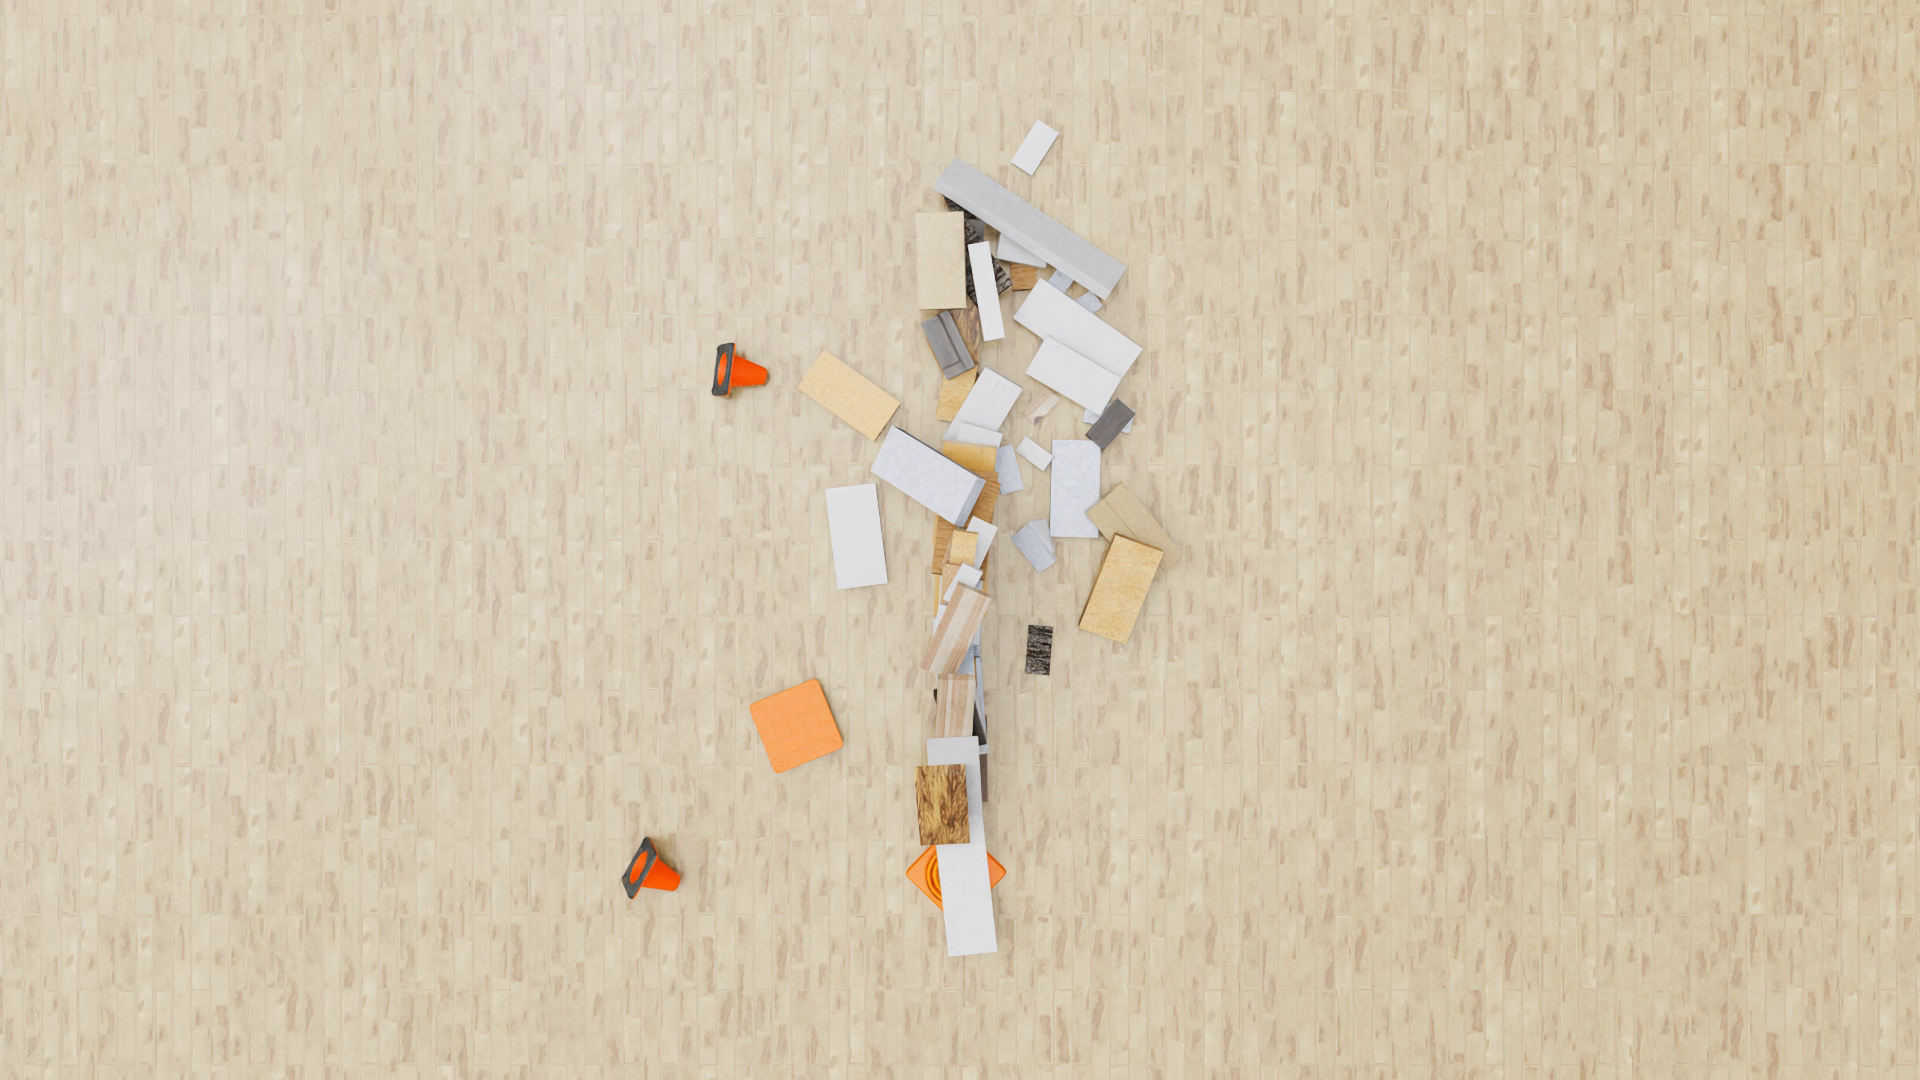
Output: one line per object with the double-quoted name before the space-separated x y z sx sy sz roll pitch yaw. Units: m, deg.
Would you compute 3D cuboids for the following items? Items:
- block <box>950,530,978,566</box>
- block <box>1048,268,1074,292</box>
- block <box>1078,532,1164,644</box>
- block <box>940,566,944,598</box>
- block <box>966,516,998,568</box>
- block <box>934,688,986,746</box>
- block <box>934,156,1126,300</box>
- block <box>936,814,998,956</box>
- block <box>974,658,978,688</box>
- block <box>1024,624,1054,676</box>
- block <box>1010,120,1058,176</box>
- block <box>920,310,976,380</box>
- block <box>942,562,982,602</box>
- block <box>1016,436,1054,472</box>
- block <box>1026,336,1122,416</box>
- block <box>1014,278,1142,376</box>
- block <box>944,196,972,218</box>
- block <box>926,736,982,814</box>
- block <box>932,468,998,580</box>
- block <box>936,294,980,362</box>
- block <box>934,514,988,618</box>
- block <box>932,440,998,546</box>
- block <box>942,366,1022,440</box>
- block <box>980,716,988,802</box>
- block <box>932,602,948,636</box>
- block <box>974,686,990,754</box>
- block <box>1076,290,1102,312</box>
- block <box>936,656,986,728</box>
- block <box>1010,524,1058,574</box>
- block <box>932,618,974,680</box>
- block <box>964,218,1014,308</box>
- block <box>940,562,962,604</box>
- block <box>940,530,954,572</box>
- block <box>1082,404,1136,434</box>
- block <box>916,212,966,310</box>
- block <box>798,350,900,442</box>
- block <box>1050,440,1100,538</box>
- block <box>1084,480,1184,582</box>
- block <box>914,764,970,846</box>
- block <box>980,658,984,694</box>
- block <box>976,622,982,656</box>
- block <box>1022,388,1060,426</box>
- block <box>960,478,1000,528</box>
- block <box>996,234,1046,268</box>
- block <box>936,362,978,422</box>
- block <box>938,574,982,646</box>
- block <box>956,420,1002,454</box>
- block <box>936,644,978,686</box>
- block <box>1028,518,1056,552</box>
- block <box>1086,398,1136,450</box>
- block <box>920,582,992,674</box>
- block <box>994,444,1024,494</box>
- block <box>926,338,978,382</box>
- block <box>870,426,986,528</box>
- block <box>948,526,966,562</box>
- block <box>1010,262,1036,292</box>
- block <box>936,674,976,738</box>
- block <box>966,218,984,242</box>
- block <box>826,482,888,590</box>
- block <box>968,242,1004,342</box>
"block" 0.006 0.068 5.174 0.077 0.022 0.197 8 104 1
"block" 0.323 -0.845 5.490 0.068 0.019 0.136 37 90 0
"block" 0.528 0.159 5.432 0.167 0.047 0.334 20 103 -5
"block" -0.025 0.154 5.220 0.068 0.019 0.136 5 82 0
"block" 0.044 0.022 5.218 0.087 0.025 0.174 25 81 -3
"block" 0.001 0.558 5.205 0.115 0.033 0.230 -14 120 6
"block" 0.232 -1.028 5.431 0.673 0.044 0.155 33 47 0
"block" 0.010 1.062 5.424 0.161 0.046 0.601 -6 93 1
"block" -0.004 0.504 5.315 0.122 0.035 0.244 -3 93 0
"block" 0.263 0.367 5.489 0.081 0.023 0.161 5 90 0
"block" 0.248 -1.304 5.488 0.084 0.024 0.167 33 90 0
"block" -0.038 -0.636 5.382 0.103 0.029 0.205 -26 87 8
"block" 0.009 0.140 5.146 0.068 0.019 0.137 27 110 -6
"block" 0.249 -0.286 5.468 0.119 0.017 0.059 38 103 18
"block" 0.375 -0.544 5.443 0.283 0.040 0.141 30 103 1
"block" 0.391 -0.686 5.456 0.409 0.045 0.160 35 106 0
"block" -0.009 -1.113 5.480 0.063 0.018 0.127 -20 82 -3
"block" -0.016 0.757 5.267 0.161 0.046 0.322 -3 130 1
"block" 0.016 -0.054 5.332 0.174 0.049 0.348 7 84 1
"block" -0.007 -0.727 5.450 0.139 0.039 0.278 -1 103 0
"block" 0.006 0.079 5.430 0.174 0.049 0.348 1 105 0
"block" 0.014 -0.146 5.422 0.174 0.049 0.348 7 105 1
"block" 0.074 -0.418 5.433 0.141 0.040 0.283 30 107 -5
"block" 0.017 0.722 5.439 0.145 0.041 0.291 -1 106 -1
"block" -0.047 0.279 5.201 0.068 0.019 0.159 12 110 0
"block" 0.013 0.582 5.258 0.122 0.035 0.244 -9 120 3
"block" 0.400 -0.766 5.490 0.136 0.019 0.068 -35 90 0
"block" 0.004 0.529 5.354 0.145 0.041 0.291 -5 93 0
"block" 0.244 0.029 5.469 0.154 0.022 0.077 51 125 0
"block" -0.017 0.380 5.275 0.122 0.035 0.262 -4 79 -1
"block" 0.034 -0.907 5.380 0.139 0.039 0.278 -36 91 1
"block" -0.020 0.140 5.169 0.068 0.019 0.137 7 110 2
"block" -0.012 0.045 5.270 0.068 0.019 0.136 19 69 2
"block" 0.495 -0.413 5.489 0.161 0.023 0.081 14 90 0
"block" -0.061 -0.902 5.339 0.155 0.044 0.310 -2 92 1
"block" -0.368 -0.479 5.478 0.310 0.044 0.155 35 90 0
"block" 0.381 -0.170 5.477 0.160 0.045 0.320 2 90 0
"block" 0.574 -0.021 5.448 0.160 0.045 0.320 -41 101 0
"block" -0.056 0.849 5.277 0.161 0.046 0.322 -3 128 1
"block" 0.004 0.535 5.428 0.145 0.041 0.291 -2 106 0
"block" 0.001 0.255 5.432 0.137 0.039 0.275 2 106 0
"block" 0.270 -0.445 5.492 0.059 0.017 0.119 44 90 0
"block" 0.065 -0.111 5.281 0.087 0.025 0.174 17 71 1
"block" 0.207 -0.956 5.459 0.167 0.024 0.084 10 88 -8
"block" -0.011 -0.493 5.449 0.103 0.029 0.205 11 109 -4
"block" 0.000 0.199 5.350 0.137 0.039 0.274 3 84 0
"block" 0.036 -0.238 5.443 0.141 0.040 0.283 15 105 -1
"block" -0.009 0.445 5.444 0.137 0.039 0.275 -3 106 0
"block" 0.271 -0.013 5.460 0.059 0.017 0.119 -5 111 34
"block" 0.497 -0.382 5.454 0.081 0.023 0.161 41 81 4
"block" -0.014 0.287 5.174 0.115 0.033 0.310 22 110 -4
"block" 0.155 -0.234 5.489 0.077 0.022 0.154 -15 90 0
"block" -0.019 -0.592 5.444 0.103 0.029 0.205 -24 108 8
"block" -0.107 -0.209 5.336 0.426 0.047 0.167 33 101 39
"block" 0.023 0.001 5.266 0.087 0.025 0.174 15 69 0
"block" 0.208 -0.916 5.488 0.084 0.024 0.167 -5 90 0
"block" -0.016 0.522 5.146 0.115 0.033 0.230 1 120 -3
"block" 0.002 -0.920 5.447 0.139 0.039 0.278 4 103 -1
"block" -0.343 -0.013 5.476 0.167 0.047 0.334 -7 90 0
"block" 0.086 -0.807 5.352 0.068 0.019 0.316 -10 91 0
